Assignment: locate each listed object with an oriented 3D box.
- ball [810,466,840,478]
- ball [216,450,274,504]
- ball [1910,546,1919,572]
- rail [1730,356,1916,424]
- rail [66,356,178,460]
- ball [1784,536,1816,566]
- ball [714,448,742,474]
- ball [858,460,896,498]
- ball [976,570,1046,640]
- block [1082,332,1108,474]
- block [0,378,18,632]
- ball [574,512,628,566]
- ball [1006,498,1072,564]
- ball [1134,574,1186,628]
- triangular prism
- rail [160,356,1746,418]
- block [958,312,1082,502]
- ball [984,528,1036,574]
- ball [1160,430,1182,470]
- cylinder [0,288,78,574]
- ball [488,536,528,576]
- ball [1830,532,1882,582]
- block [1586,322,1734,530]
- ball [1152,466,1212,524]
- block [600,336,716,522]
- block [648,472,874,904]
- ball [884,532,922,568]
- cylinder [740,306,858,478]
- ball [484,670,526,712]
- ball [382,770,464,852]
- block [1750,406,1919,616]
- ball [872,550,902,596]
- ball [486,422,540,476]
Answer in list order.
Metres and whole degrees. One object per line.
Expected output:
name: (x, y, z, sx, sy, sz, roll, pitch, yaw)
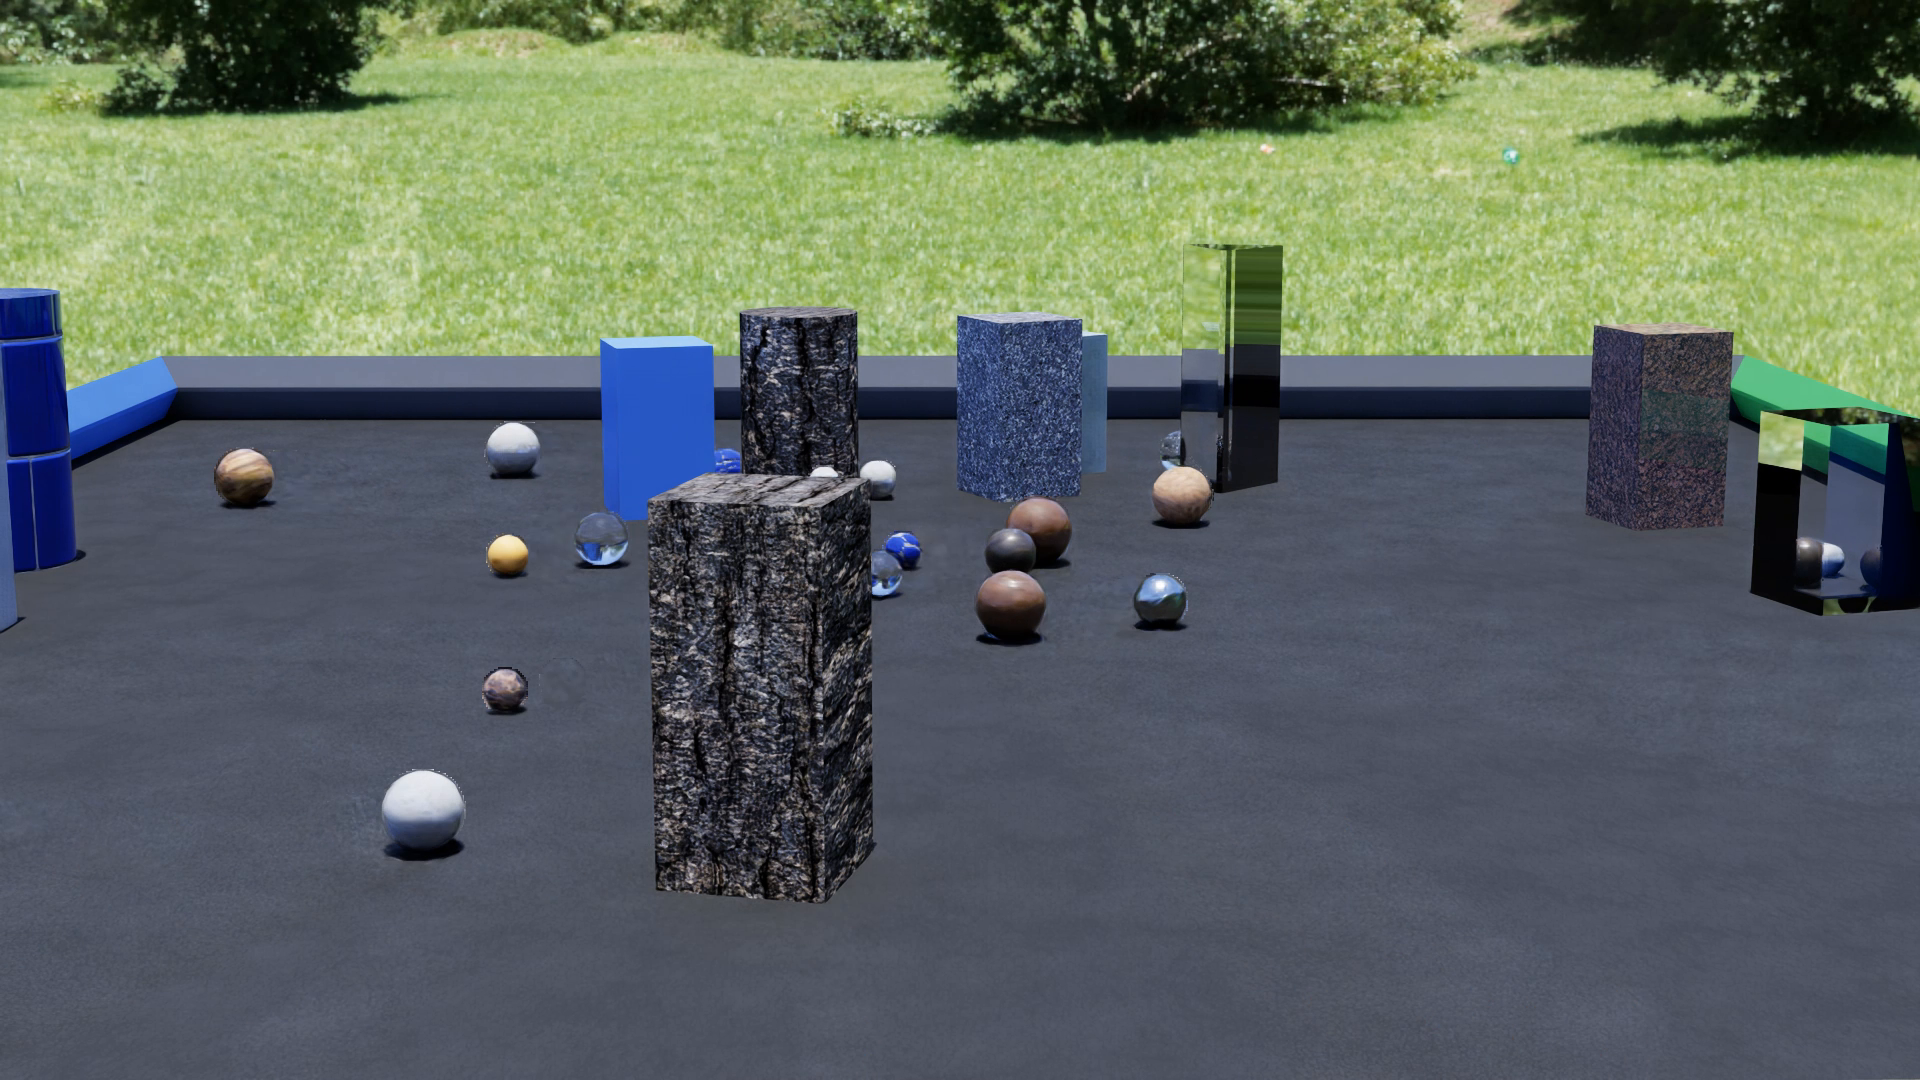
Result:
ball: (-0.223, -0.096, 4.218, 0.052, 0.052, 0.052, 0, 10, 0)
ball: (-1.198, -0.106, 4.297, 0.093, 0.093, 0.093, 0, 10, 0)
ball: (1.398, 0.028, 3.707, 0.045, 0.045, 0.045, 0, 10, 0)
rail: (1.630, 0.031, 3.458, 0.045, 0.128, 3.888, 0, 10, 0)
rail: (-1.630, 0.035, 3.440, 0.045, 0.128, 3.888, 0, 10, 0)
ball: (1.233, 0.016, 3.768, 0.046, 0.046, 0.046, 0, 10, 0)
ball: (-0.402, -0.116, 4.388, 0.080, 0.080, 0.080, 0, 10, 0)
ball: (-0.140, -0.103, 4.359, 0.066, 0.066, 0.066, 0, 10, 0)
ball: (0.065, 0.083, 3.288, 0.090, 0.090, 0.090, 0, 10, 0)
block: (0.155, -0.249, 4.642, 0.157, 0.250, 0.157, -8, 13, -36)
block: (-1.326, -0.057, 3.287, 0.157, 0.366, 0.157, 0, 10, -1)
ball: (-0.528, -0.002, 3.777, 0.079, 0.079, 0.079, 0, 10, 0)
ball: (0.116, -0.014, 3.787, 0.098, 0.098, 0.098, 0, 10, 0)
ball: (0.262, 0.080, 3.363, 0.069, 0.069, 0.069, 0, 10, 0)
triangular prism: (0.449, -0.305, 4.488, 0.148, 0.417, 0.170, 9, 14, 41)
rail: (-0.011, -0.317, 5.337, 3.307, 0.128, 0.045, 0, 10, 0)
block: (0.101, -0.231, 4.398, 0.157, 0.303, 0.157, -5, 12, -27)
ball: (0.073, 0.020, 3.672, 0.075, 0.075, 0.075, 0, 10, 0)
ball: (0.398, -0.157, 4.611, 0.079, 0.079, 0.079, 0, 10, 0)
cylinder: (-1.412, -0.163, 3.767, 0.197, 0.398, 0.197, 0, 10, 0)
ball: (-0.652, 0.022, 3.706, 0.057, 0.057, 0.057, 0, 10, 0)
ball: (1.279, 0.024, 3.660, 0.069, 0.069, 0.069, 0, 10, 0)
block: (1.123, -0.185, 4.128, 0.157, 0.311, 0.157, -3, 11, -16)
ball: (0.356, -0.072, 4.113, 0.094, 0.094, 0.094, 0, 10, 0)
block: (-0.497, -0.186, 4.218, 0.157, 0.280, 0.157, -3, 11, -17)
block: (-0.177, 0.129, 2.317, 0.157, 0.354, 0.157, 3, 11, 13)
ball: (-0.083, 0.016, 3.752, 0.054, 0.054, 0.054, 0, 10, 0)
cylinder: (-0.270, -0.224, 4.311, 0.197, 0.320, 0.197, 0, 10, 0)
ball: (-0.519, 0.171, 2.927, 0.048, 0.048, 0.048, 0, 10, 0)
ball: (-0.504, 0.254, 2.405, 0.075, 0.075, 0.075, 0, 10, 0)
block: (1.202, -0.042, 3.508, 0.157, 0.256, 0.157, -3, 11, -17)
ball: (-0.111, 0.047, 3.559, 0.063, 0.063, 0.063, 0, 10, 0)
ball: (-0.800, -0.162, 4.596, 0.095, 0.095, 0.095, 0, 10, 0)
